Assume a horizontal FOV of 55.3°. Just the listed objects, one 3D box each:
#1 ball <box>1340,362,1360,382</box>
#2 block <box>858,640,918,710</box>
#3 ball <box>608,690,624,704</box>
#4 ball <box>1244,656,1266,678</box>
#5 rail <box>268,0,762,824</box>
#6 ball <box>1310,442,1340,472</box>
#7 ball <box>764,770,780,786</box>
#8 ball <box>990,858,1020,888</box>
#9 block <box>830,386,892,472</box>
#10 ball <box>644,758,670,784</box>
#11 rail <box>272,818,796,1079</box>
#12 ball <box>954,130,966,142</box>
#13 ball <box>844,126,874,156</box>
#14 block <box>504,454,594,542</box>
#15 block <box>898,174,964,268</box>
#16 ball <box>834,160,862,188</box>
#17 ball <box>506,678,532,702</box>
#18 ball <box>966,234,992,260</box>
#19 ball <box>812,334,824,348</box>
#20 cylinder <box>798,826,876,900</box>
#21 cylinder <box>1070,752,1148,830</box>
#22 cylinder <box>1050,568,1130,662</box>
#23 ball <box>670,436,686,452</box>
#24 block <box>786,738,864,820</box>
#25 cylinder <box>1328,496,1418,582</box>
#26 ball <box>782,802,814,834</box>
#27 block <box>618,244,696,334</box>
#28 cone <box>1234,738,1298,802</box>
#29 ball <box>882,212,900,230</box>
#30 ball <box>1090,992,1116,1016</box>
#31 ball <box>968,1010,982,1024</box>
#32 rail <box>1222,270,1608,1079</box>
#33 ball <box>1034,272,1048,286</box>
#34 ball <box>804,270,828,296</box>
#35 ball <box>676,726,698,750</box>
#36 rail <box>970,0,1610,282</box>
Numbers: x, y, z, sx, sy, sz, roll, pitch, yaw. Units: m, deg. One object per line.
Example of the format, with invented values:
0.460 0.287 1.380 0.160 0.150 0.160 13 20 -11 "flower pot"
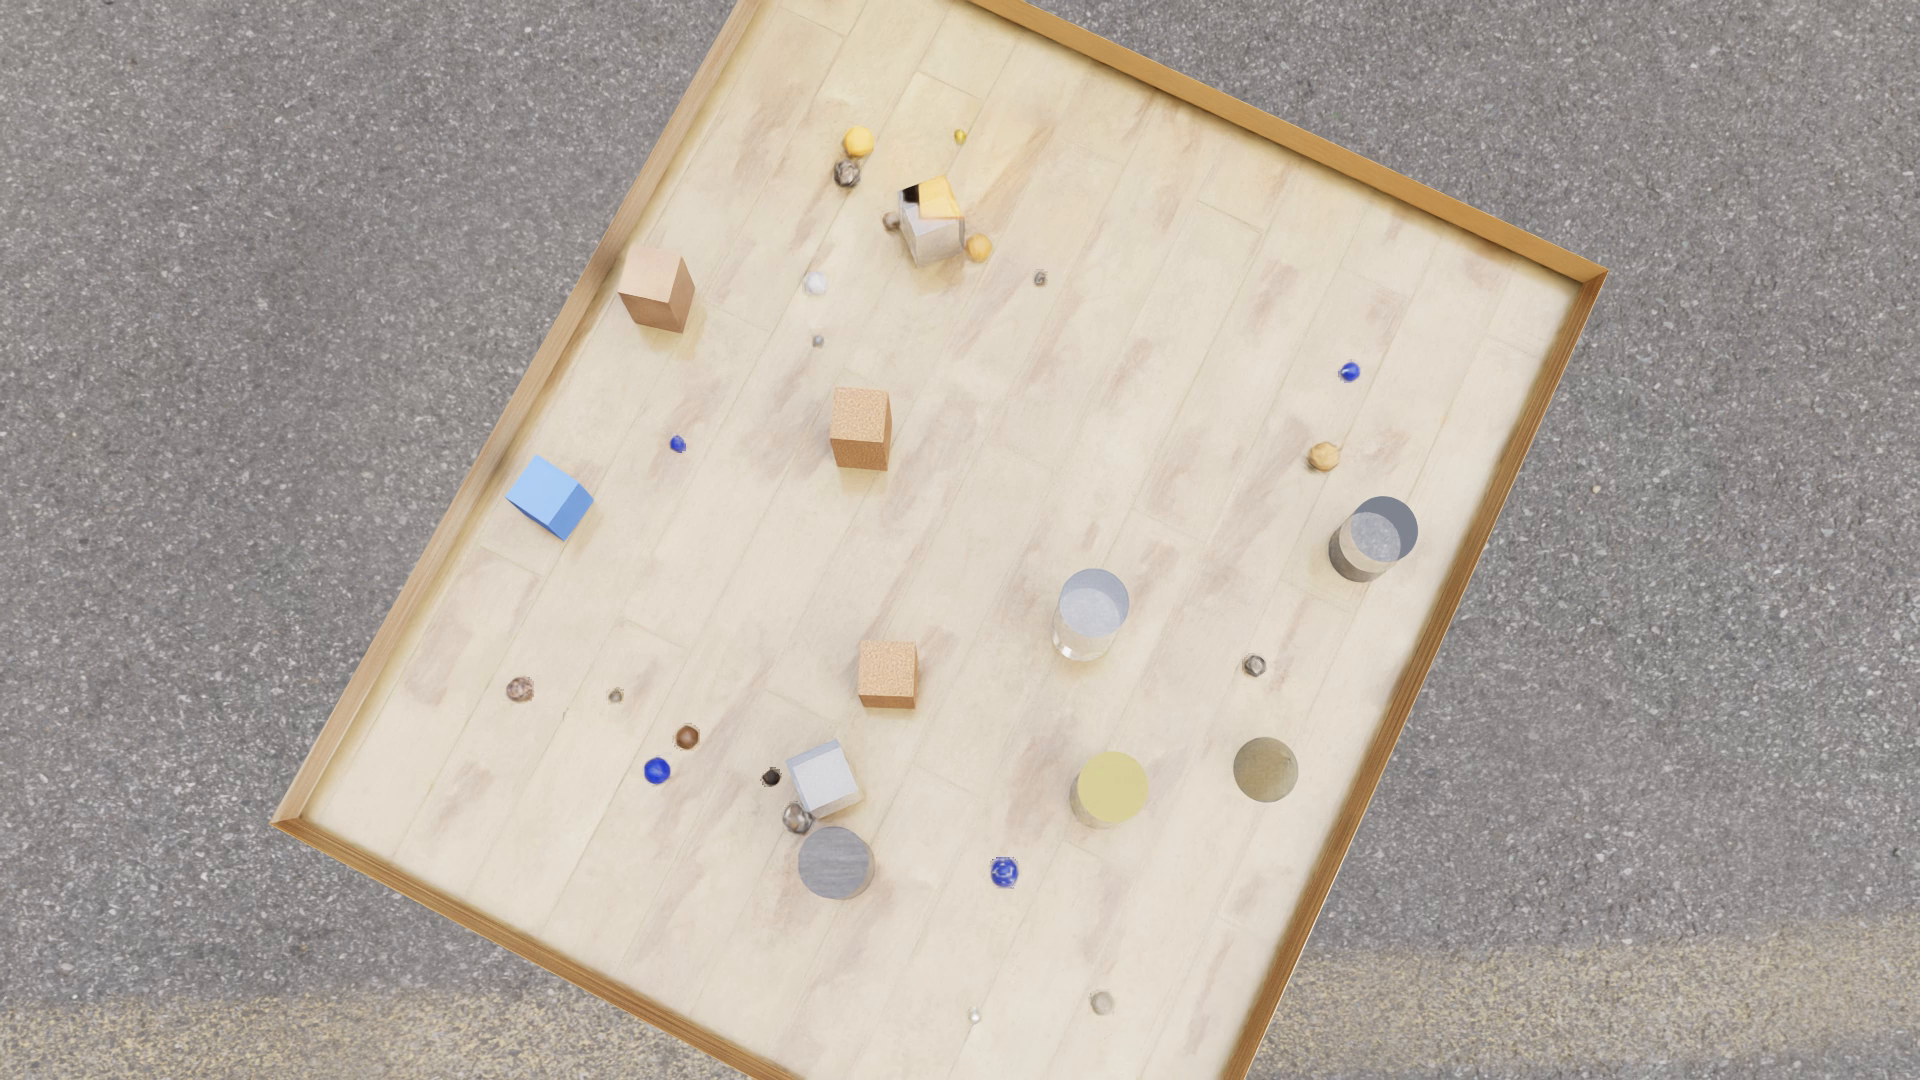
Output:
1.214 -0.523 5.694 0.061 0.061 0.061 0 78 0 "ball"
-0.208 0.397 5.374 0.157 0.313 0.157 2 78 0 "block"
-1.032 0.471 5.497 0.043 0.043 0.043 0 78 0 "ball"
0.888 0.379 5.505 0.065 0.065 0.065 0 78 0 "ball"
-1.246 -0.603 5.675 0.045 0.127 3.310 26 80 5 "rail"
1.119 -0.256 5.624 0.090 0.090 0.090 0 78 0 "ball"
-0.560 0.707 5.445 0.049 0.049 0.049 0 78 0 "ball"
0.131 0.977 5.370 0.086 0.086 0.086 0 78 0 "ball"
-0.295 -0.331 5.509 0.157 0.346 0.157 5 78 1 "block"
-0.898 0.685 5.434 0.080 0.080 0.080 0 78 0 "ball"
-0.729 1.435 5.254 2.833 0.127 0.045 26 80 5 "rail"
-0.001 -1.292 5.863 0.042 0.042 0.042 0 78 0 "ball"
-0.320 -1.270 5.829 0.098 0.098 0.098 0 78 0 "ball"
-1.233 -0.125 5.522 0.157 0.236 0.157 33 80 6 "block"
-0.089 -0.984 5.678 0.157 0.278 0.157 -21 79 -4 "block"
-0.358 -1.162 5.812 0.088 0.088 0.088 0 78 0 "ball"
-1.318 0.449 5.485 0.076 0.076 0.076 0 78 0 "ball"
0.059 -0.920 5.762 0.084 0.084 0.084 0 78 0 "ball"
-0.443 -0.621 5.724 0.041 0.041 0.041 0 78 0 "ball"
-0.347 0.924 5.217 0.196 0.408 0.196 0 78 0 "cylinder"
0.422 0.723 5.258 0.196 0.408 0.196 0 78 0 "cylinder"
0.373 0.223 5.326 0.196 0.479 0.196 0 78 0 "cylinder"
-0.872 -0.298 5.654 0.048 0.048 0.048 0 78 0 "ball"
-0.385 0.693 5.281 0.157 0.376 0.157 -23 79 -5 "block"
1.225 0.001 5.449 0.196 0.327 0.196 0 78 0 "cylinder"
-0.477 0.819 5.398 0.091 0.091 0.091 0 78 0 "ball"
-0.928 -0.768 5.625 0.157 0.295 0.157 13 79 3 "block"
0.914 0.645 5.275 0.196 0.407 0.196 0 78 0 "cone"
-0.216 -1.011 5.798 0.055 0.055 0.055 0 78 0 "ball"
0.414 1.341 5.303 0.070 0.070 0.070 0 78 0 "ball"
0.043 1.383 5.309 0.042 0.042 0.042 0 78 0 "ball"
1.246 0.617 5.423 0.045 0.127 3.310 26 80 5 "rail"
0.253 -0.821 5.764 0.043 0.043 0.043 0 78 0 "ball"
-0.452 -0.804 5.743 0.078 0.078 0.078 0 78 0 "ball"
-0.813 0.589 5.459 0.071 0.071 0.071 0 78 0 "ball"
0.729 -1.422 5.845 2.833 0.127 0.045 26 80 5 "rail"
